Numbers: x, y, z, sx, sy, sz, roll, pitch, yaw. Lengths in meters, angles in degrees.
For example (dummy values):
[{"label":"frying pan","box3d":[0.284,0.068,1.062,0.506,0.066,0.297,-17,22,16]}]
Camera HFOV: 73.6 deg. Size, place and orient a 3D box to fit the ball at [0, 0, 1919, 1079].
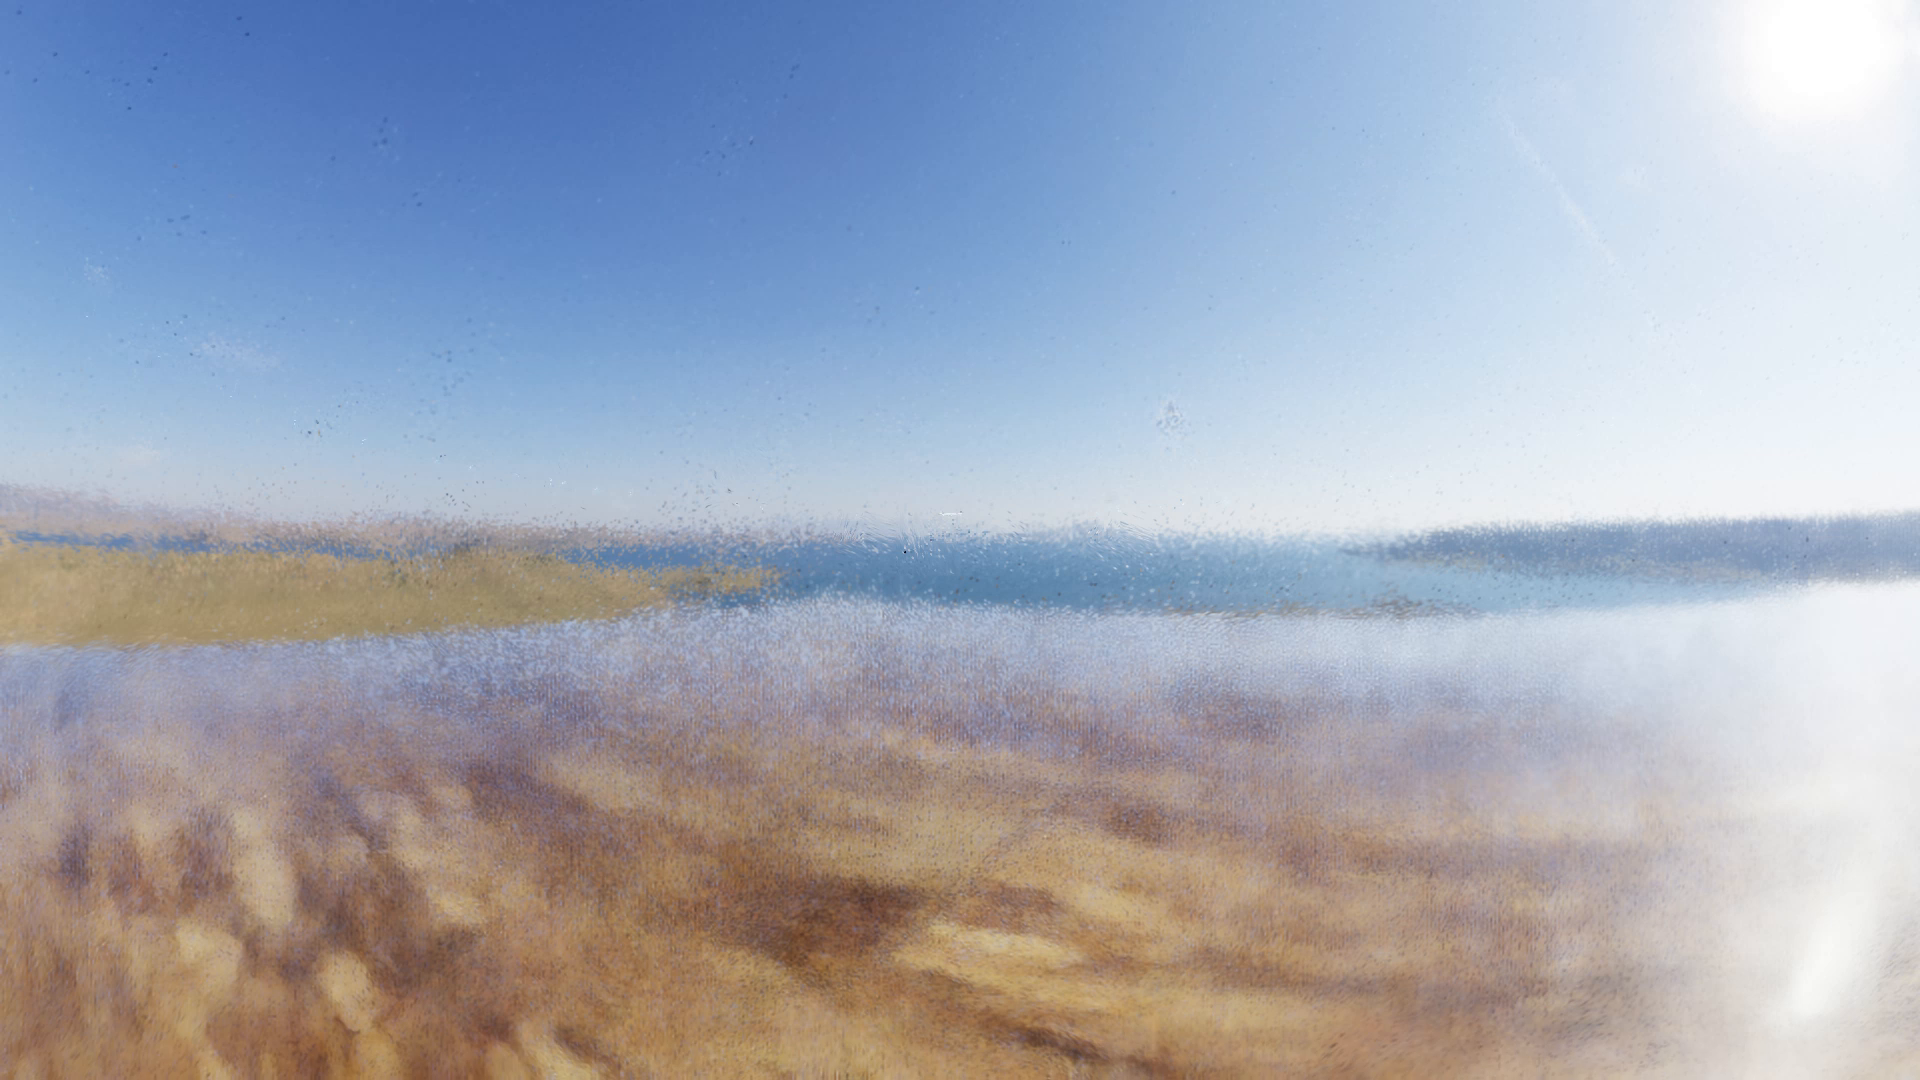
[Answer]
[{"label":"ball","box3d":[0.000,-0.002,0.056,0.080,0.080,0.080,0,4,0]}]
